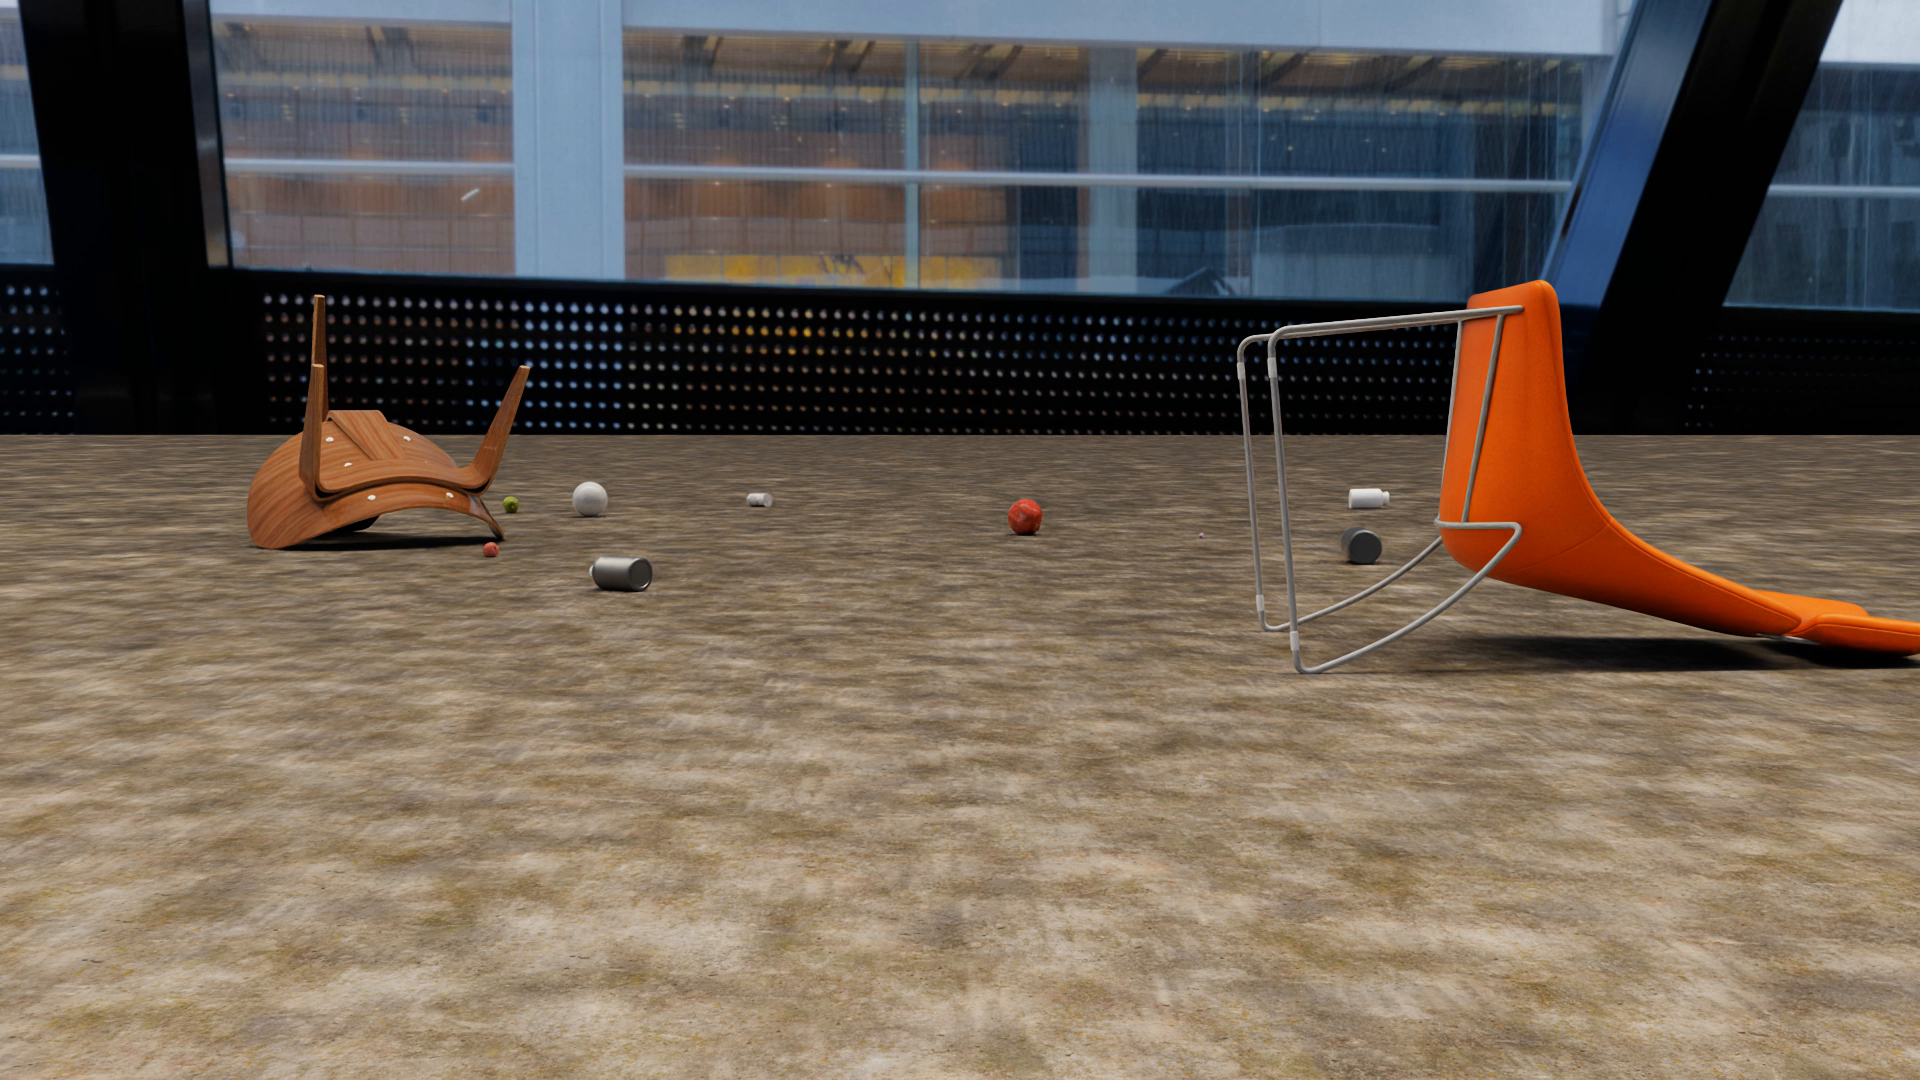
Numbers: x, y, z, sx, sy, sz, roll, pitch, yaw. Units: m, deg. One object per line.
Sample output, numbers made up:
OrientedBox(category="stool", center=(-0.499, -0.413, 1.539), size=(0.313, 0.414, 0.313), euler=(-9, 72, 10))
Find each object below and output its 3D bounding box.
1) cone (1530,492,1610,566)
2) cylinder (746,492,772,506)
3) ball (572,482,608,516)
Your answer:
OrientedBox(category="cone", center=(1.524, 0.015, 5.642), size=(0.189, 0.197, 0.237), euler=(-34, -25, -21))
OrientedBox(category="cylinder", center=(-0.765, -0.153, 8.397), size=(0.071, 0.052, 0.066), euler=(-10, -12, 33))
OrientedBox(category="ball", center=(-1.299, -0.143, 7.725), size=(0.124, 0.124, 0.124), euler=(0, 4, 0))
